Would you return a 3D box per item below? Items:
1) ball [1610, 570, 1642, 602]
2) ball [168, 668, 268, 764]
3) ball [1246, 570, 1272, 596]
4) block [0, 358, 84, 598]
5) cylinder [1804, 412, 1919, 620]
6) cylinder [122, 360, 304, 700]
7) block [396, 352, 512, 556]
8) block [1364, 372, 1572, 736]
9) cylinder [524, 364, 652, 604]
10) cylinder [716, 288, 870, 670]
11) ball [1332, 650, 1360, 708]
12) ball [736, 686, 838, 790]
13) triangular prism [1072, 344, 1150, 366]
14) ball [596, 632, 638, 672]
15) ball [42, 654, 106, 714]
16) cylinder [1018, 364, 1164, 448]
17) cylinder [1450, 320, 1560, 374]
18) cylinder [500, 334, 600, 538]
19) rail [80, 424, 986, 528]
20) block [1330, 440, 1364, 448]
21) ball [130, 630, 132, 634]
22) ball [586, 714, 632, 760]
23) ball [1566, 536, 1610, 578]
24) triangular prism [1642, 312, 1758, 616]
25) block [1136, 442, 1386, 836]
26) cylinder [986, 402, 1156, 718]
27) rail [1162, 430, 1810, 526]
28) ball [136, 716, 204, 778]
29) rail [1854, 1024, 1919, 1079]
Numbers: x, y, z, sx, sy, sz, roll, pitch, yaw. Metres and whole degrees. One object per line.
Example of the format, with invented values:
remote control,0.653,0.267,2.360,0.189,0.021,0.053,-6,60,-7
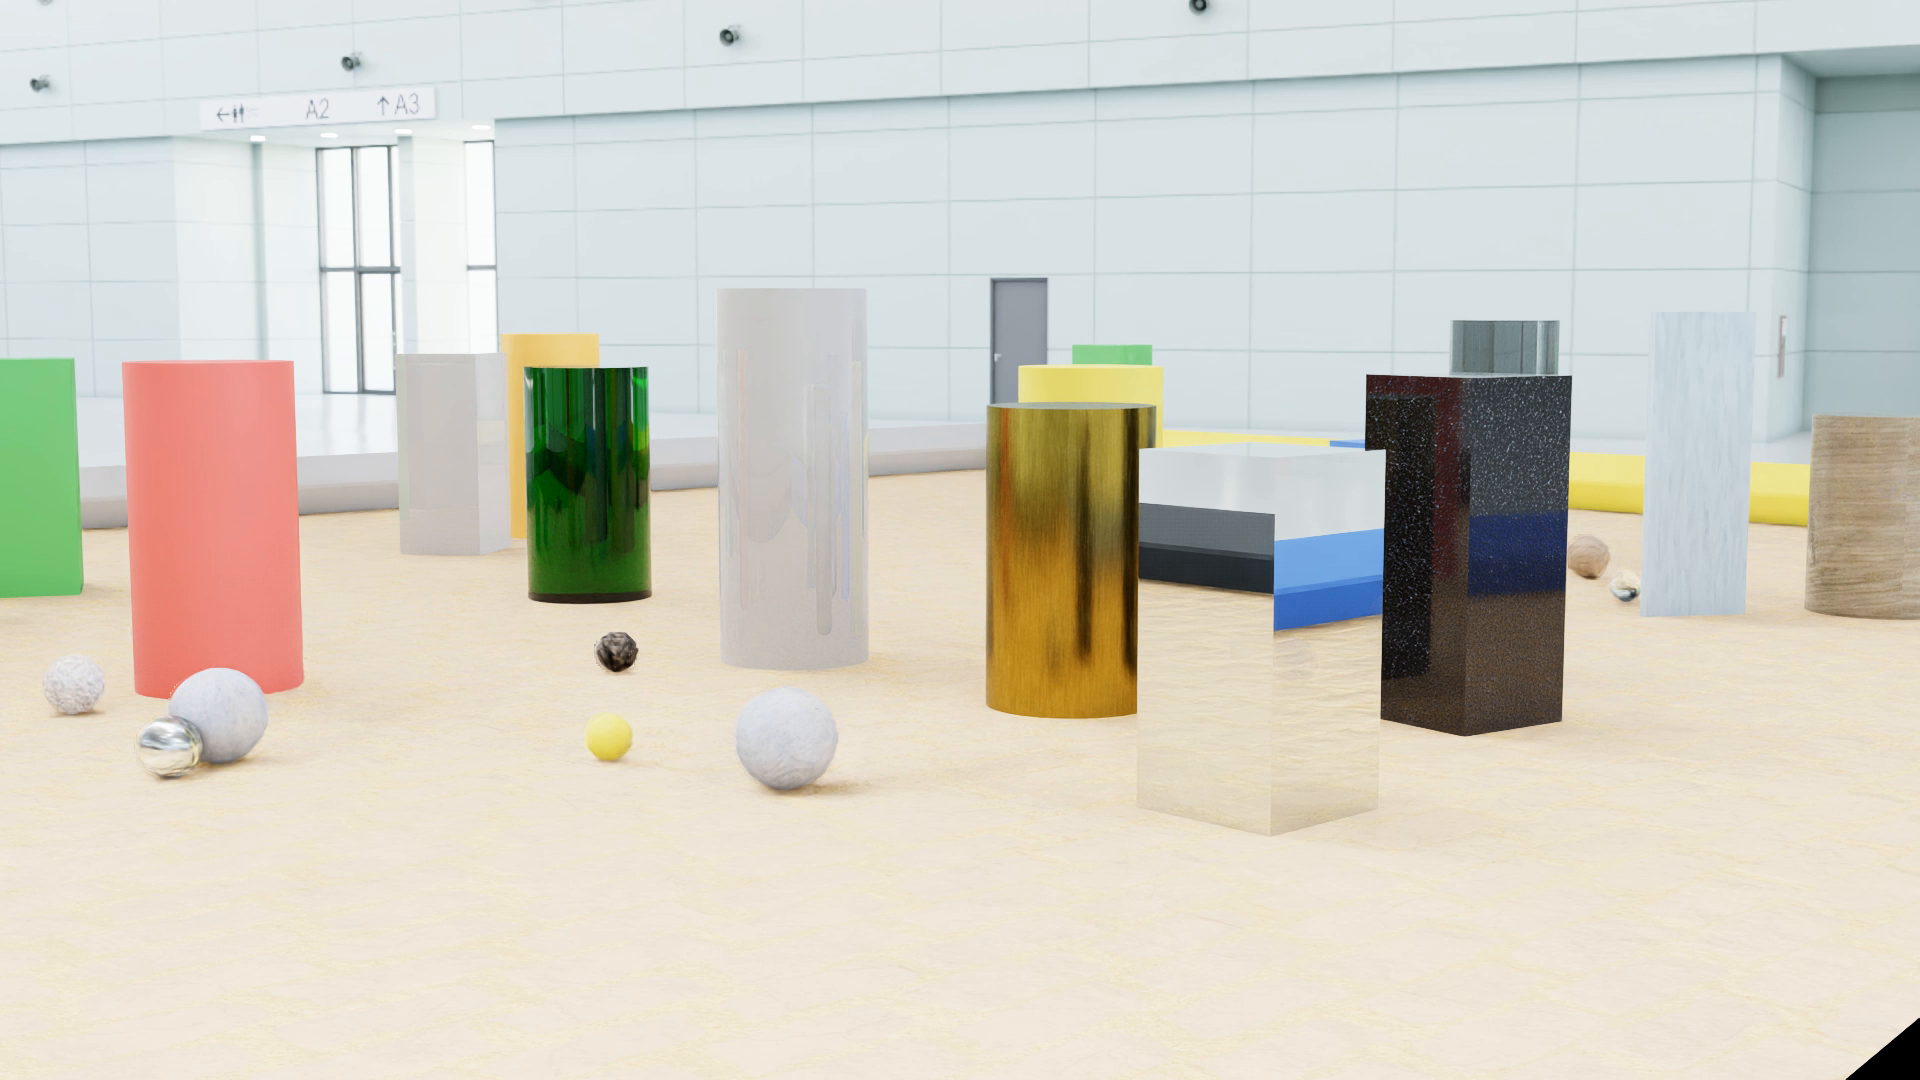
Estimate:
ball,1.014,0.070,3.347,0.047,0.047,0.047,0,6,0
ball,-0.727,0.172,2.157,0.094,0.094,0.094,0,6,0
ball,0.463,0.066,3.409,0.041,0.041,0.041,0,6,0
block,-1.467,-0.101,3.452,0.152,0.366,0.152,-2,6,-20
cylinder,1.347,-0.039,3.229,0.190,0.290,0.190,0,6,0
cylinder,-0.876,-0.018,2.582,0.190,0.382,0.190,0,6,0
block,-0.928,-0.161,4.034,0.152,0.363,0.152,1,6,10
block,0.545,0.008,2.377,0.152,0.373,0.152,-4,7,-34
cylinder,-0.573,-0.090,3.392,0.190,0.355,0.190,0,6,0
cylinder,-0.211,-0.082,2.781,0.190,0.468,0.190,0,6,0
ball,0.447,0.156,2.456,0.064,0.064,0.064,0,6,0
ball,-0.161,0.184,2.043,0.095,0.095,0.095,0,6,0
triangular prism,0.340,-0.222,4.584,0.143,0.368,0.165,-4,7,-33
ball,-0.421,0.137,2.701,0.050,0.050,0.050,0,6,0
ball,-0.977,0.158,2.423,0.065,0.065,0.065,0,6,0
cylinder,0.172,-0.045,2.908,0.190,0.368,0.190,0,6,0
cylinder,0.970,-0.181,3.936,0.190,0.423,0.190,0,6,0
cylinder,-0.803,-0.208,4.323,0.190,0.395,0.190,0,6,0
rail,-1.353,-0.122,4.790,4.160,0.124,0.045,-6,8,-42
block,0.564,0.018,2.729,0.152,0.280,0.152,-4,7,-30
ball,-1.047,0.119,2.852,0.054,0.054,0.054,0,6,0
ball,-0.346,0.195,2.171,0.046,0.046,0.046,0,6,0
ball,1.039,0.028,3.640,0.070,0.070,0.070,0,6,0
triangular prism,1.054,-0.116,3.246,0.165,0.439,0.143,-1,6,-12
block,0.265,0.080,1.947,0.152,0.321,0.152,-6,8,-43
cylinder,0.124,0.017,2.468,0.190,0.337,0.190,0,6,0
rail,1.511,-0.114,4.719,0.045,0.124,4.038,-6,8,-42
ball,-0.749,0.197,2.087,0.059,0.059,0.059,0,6,0
rail,1.353,0.186,1.874,4.160,0.124,0.045,-6,8,-42
